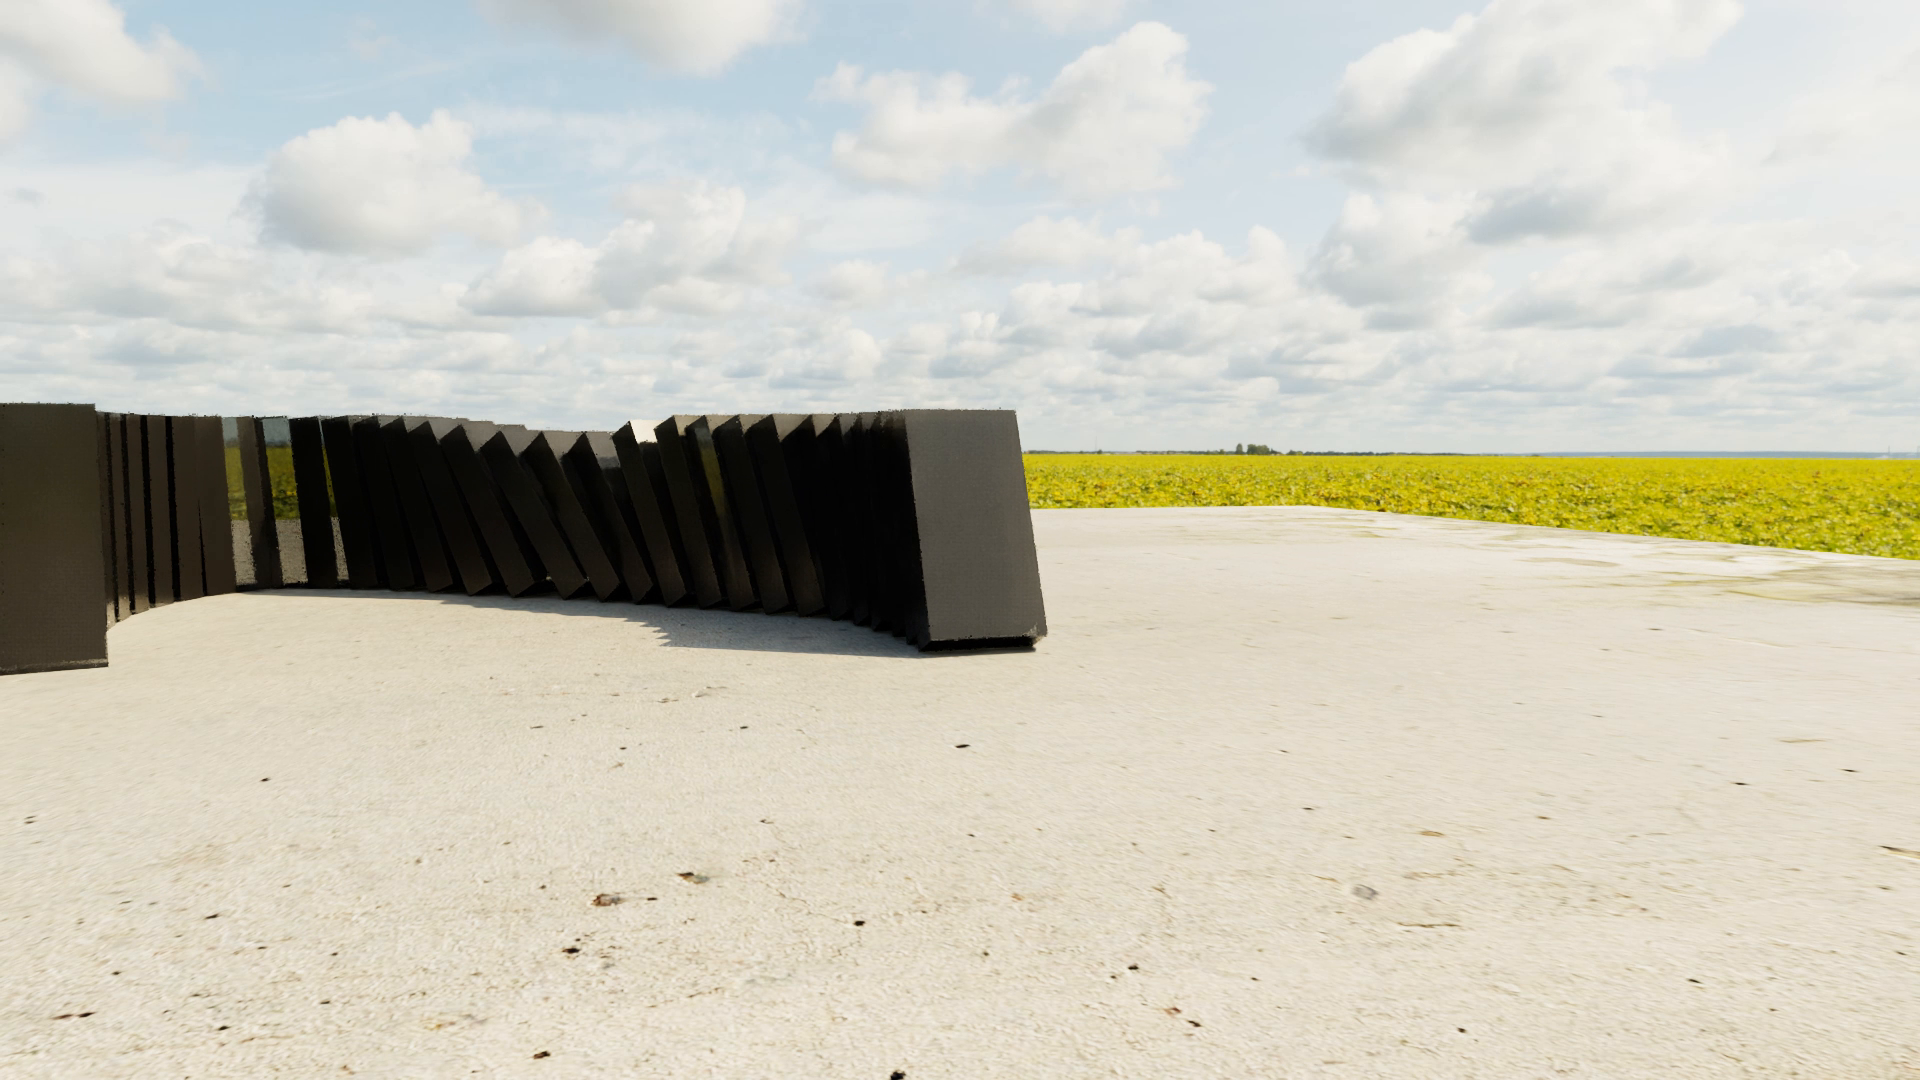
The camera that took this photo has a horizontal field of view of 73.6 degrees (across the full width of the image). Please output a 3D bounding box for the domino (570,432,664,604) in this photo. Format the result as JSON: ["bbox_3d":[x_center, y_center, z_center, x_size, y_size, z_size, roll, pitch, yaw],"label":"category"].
[{"bbox_3d":[-0.086,-0.007,0.354,0.025,0.050,0.010,-5,-30,-50],"label":"domino"}]

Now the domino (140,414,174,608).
[{"bbox_3d":[-0.222,-0.008,0.334,0.025,0.050,0.010,-1,4,-7],"label":"domino"}]

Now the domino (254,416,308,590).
[{"bbox_3d":[-0.202,-0.012,0.385,0.009,0.050,0.025,-6,6,-18],"label":"domino"}]

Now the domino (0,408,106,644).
[{"bbox_3d":[-0.201,-0.003,0.277,0.025,0.050,0.010,-3,5,-31],"label":"domino"}]

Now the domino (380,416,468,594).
[{"bbox_3d":[-0.150,-0.011,0.376,0.009,0.050,0.025,-20,-4,23],"label":"domino"}]

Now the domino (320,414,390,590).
[{"bbox_3d":[-0.174,-0.012,0.384,0.010,0.050,0.025,-9,2,15],"label":"domino"}]

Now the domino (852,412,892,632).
[{"bbox_3d":[-0.010,-0.005,0.298,0.025,0.050,0.009,-1,-18,-18],"label":"domino"}]

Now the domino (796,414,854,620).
[{"bbox_3d":[-0.023,-0.006,0.318,0.025,0.050,0.010,-3,-17,-33],"label":"domino"}]

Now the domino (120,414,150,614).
[{"bbox_3d":[-0.219,-0.006,0.319,0.025,0.050,0.010,-1,4,-15],"label":"domino"}]

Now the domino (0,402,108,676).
[{"bbox_3d":[-0.176,0.000,0.240,0.025,0.050,0.009,-3,5,-34],"label":"domino"}]

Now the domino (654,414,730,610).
[{"bbox_3d":[-0.062,-0.008,0.340,0.009,0.050,0.025,-24,-12,39],"label":"domino"}]

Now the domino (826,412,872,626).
[{"bbox_3d":[-0.015,-0.006,0.308,0.025,0.050,0.010,-2,-18,-25],"label":"domino"}]

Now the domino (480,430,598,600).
[{"bbox_3d":[-0.112,-0.008,0.363,0.009,0.050,0.025,-36,-11,22],"label":"domino"}]

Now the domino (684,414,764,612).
[{"bbox_3d":[-0.053,-0.008,0.335,0.010,0.050,0.025,-24,-12,39],"label":"domino"}]

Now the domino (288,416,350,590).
[{"bbox_3d":[-0.187,-0.012,0.386,0.010,0.050,0.025,-4,4,8],"label":"domino"}]

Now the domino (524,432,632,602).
[{"bbox_3d":[-0.099,-0.007,0.358,0.009,0.050,0.025,-39,-16,28],"label":"domino"}]

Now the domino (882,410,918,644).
[{"bbox_3d":[-0.001,-0.003,0.279,0.025,0.050,0.009,-1,-18,-18],"label":"domino"}]

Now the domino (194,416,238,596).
[{"bbox_3d":[-0.220,-0.010,0.363,0.025,0.050,0.010,2,8,20],"label":"domino"}]

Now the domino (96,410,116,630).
[{"bbox_3d":[-0.208,-0.004,0.291,0.025,0.050,0.010,-2,5,-25],"label":"domino"}]

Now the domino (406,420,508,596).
[{"bbox_3d":[-0.138,-0.010,0.370,0.009,0.050,0.025,-26,-6,23],"label":"domino"}]

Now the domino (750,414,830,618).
[{"bbox_3d":[-0.035,-0.007,0.325,0.010,0.050,0.025,-24,-12,39],"label":"domino"}]

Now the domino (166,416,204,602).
[{"bbox_3d":[-0.222,-0.009,0.349,0.025,0.050,0.010,0,5,3],"label":"domino"}]

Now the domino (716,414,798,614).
[{"bbox_3d":[-0.044,-0.007,0.330,0.010,0.050,0.025,-24,-12,39],"label":"domino"}]

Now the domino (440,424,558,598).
[{"bbox_3d":[-0.126,-0.009,0.366,0.010,0.050,0.025,-30,-8,22],"label":"domino"}]

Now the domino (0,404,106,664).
[{"bbox_3d":[-0.184,-0.001,0.252,0.025,0.050,0.010,-3,5,-36],"label":"domino"}]

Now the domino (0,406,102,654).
[{"bbox_3d":[-0.193,-0.002,0.265,0.025,0.050,0.010,-3,5,-34],"label":"domino"}]

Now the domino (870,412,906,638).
[{"bbox_3d":[-0.004,-0.004,0.289,0.025,0.050,0.010,-1,-18,-18],"label":"domino"}]

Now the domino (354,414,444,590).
[{"bbox_3d":[-0.161,-0.011,0.381,0.009,0.050,0.025,-14,-1,23],"label":"domino"}]

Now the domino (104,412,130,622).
[{"bbox_3d":[-0.214,-0.005,0.305,0.025,0.050,0.010,-2,5,-20],"label":"domino"}]

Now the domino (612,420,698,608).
[{"bbox_3d":[-0.074,-0.008,0.346,0.009,0.050,0.025,-31,-17,37],"label":"domino"}]

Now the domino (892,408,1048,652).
[{"bbox_3d":[0.002,-0.003,0.269,0.025,0.050,0.010,-1,-18,-18],"label":"domino"}]

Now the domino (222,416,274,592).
[{"bbox_3d":[-0.213,-0.011,0.376,0.010,0.050,0.025,-10,10,-44],"label":"domino"}]
